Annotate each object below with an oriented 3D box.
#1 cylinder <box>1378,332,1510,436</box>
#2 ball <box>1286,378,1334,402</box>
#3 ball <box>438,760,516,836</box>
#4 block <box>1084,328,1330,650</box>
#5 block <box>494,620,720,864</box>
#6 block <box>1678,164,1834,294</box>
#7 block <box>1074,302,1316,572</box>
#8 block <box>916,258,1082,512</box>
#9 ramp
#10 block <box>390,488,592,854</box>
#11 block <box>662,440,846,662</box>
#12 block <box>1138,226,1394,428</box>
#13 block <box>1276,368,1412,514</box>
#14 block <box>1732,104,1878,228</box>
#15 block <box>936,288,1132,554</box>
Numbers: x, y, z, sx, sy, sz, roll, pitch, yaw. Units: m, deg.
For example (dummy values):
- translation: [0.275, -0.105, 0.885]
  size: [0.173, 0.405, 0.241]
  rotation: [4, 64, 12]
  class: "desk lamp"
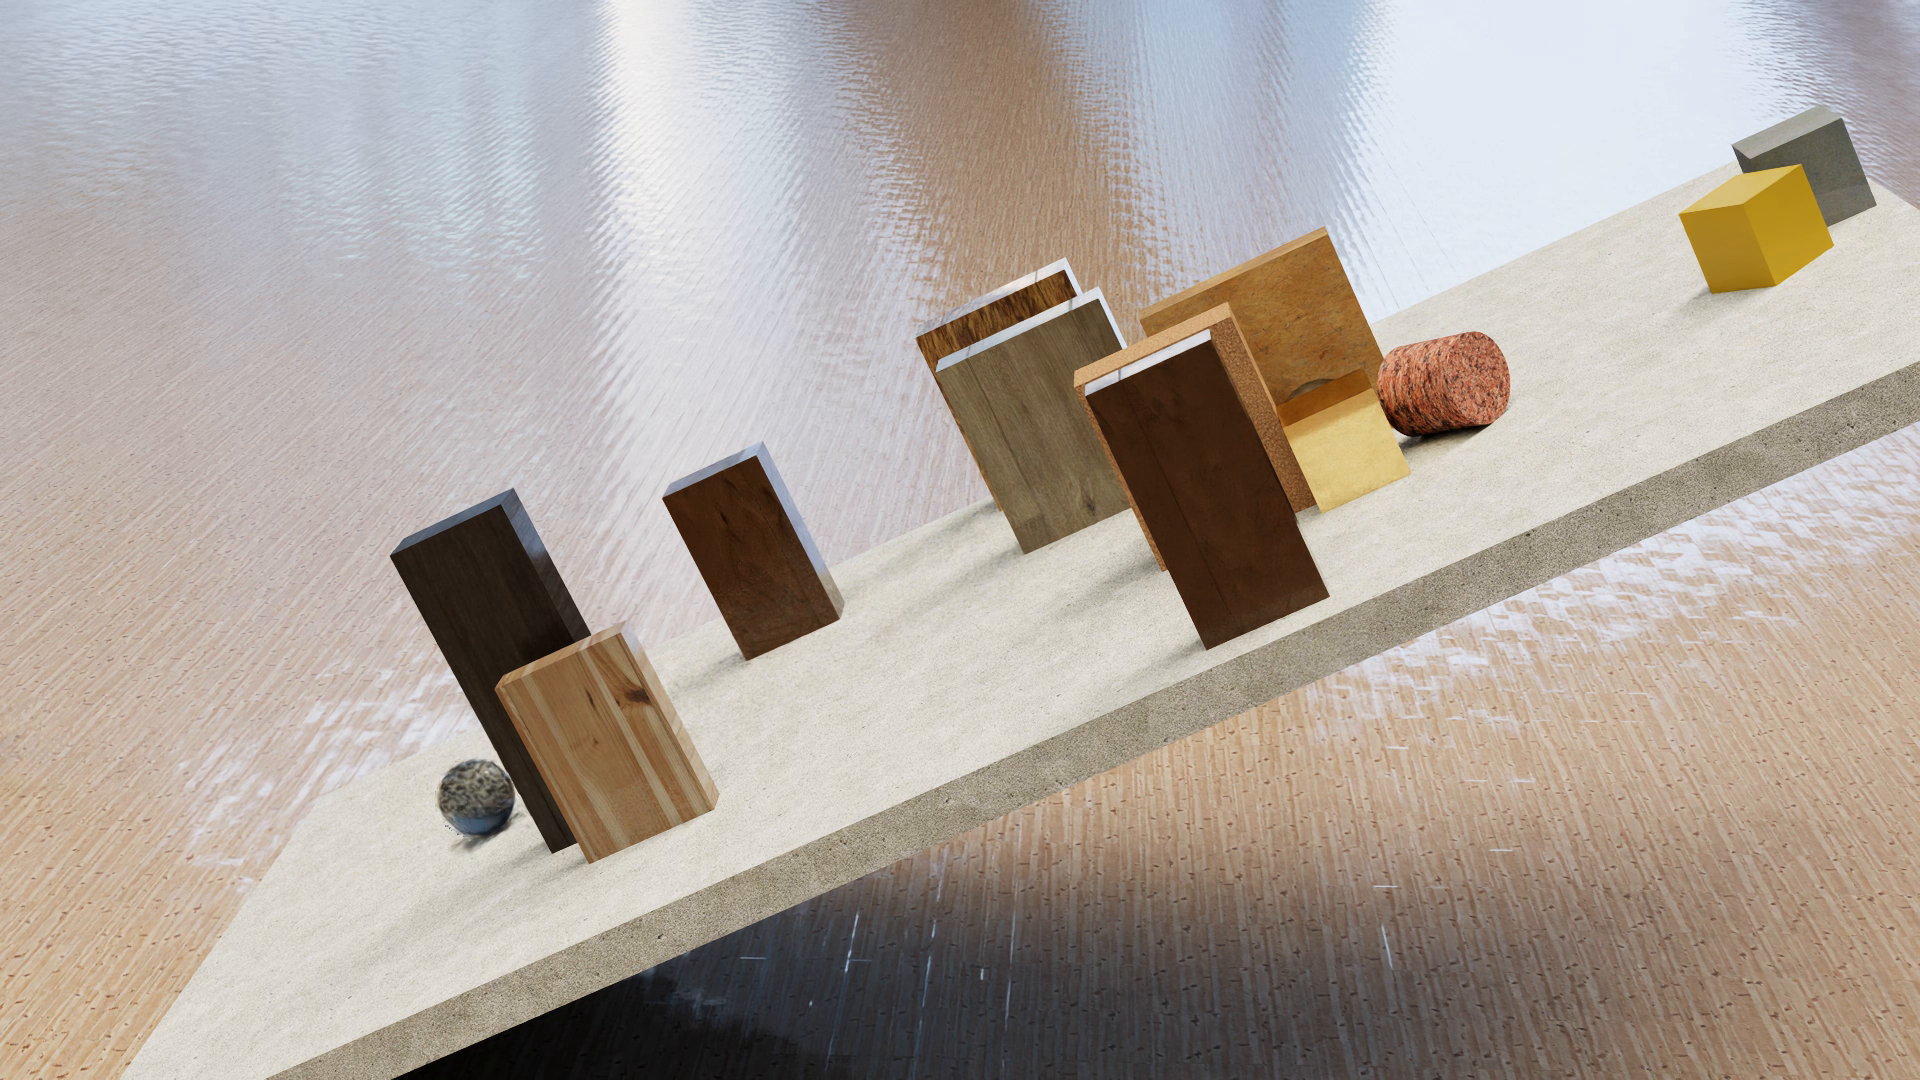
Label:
- translation: [0.972, -0.312, 5.910]
  size: [0.187, 0.187, 0.187]
  rotation: [-13, 2, -39]
  class: "cylinder"
- translation: [0.751, -0.240, 6.052]
  size: [0.186, 0.186, 0.186]
  rotation: [0, 16, 0]
  class: "ball"
- translation: [-1.059, 0.564, 6.442]
  size: [0.168, 0.168, 0.168]
  rotation: [0, 16, 0]
  class: "ball"
- translation: [0.447, -0.089, 5.310]
  size: [0.245, 0.523, 0.090]
  rotation: [-24, 13, 9]
  class: "block"
- translation: [-0.700, 0.403, 5.857]
  size: [0.282, 0.406, 0.087]
  rotation: [-24, 13, 9]
  class: "block"
- translation: [1.604, -0.625, 5.925]
  size: [0.181, 0.181, 0.181]
  rotation: [-33, 15, -25]
  class: "block"
- translation: [0.474, -0.208, 5.939]
  size: [0.340, 0.422, 0.149]
  rotation: [-24, 13, 9]
  class: "block"
- translation: [0.174, -0.371, 7.033]
  size: [0.390, 0.468, 0.150]
  rotation: [-24, 13, 9]
  class: "block"
- translation: [0.136, 0.169, 6.282]
  size: [4.000, 0.100, 2.000]
  rotation: [-24, 13, 9]
  class: "ramp"
- translation: [-0.877, 0.271, 6.038]
  size: [0.256, 0.707, 0.131]
  rotation: [-24, 13, 9]
  class: "block"
- translation: [-0.476, 0.026, 6.820]
  size: [0.244, 0.432, 0.133]
  rotation: [-24, 13, 9]
  class: "block"
- translation: [0.660, -0.366, 6.168]
  size: [0.425, 0.434, 0.098]
  rotation: [-24, 13, 9]
  class: "block"
- translation: [0.763, -0.200, 5.865]
  size: [0.192, 0.192, 0.192]
  rotation: [-24, 13, 8]
  class: "block"
- translation: [1.754, -0.761, 6.121]
  size: [0.199, 0.199, 0.199]
  rotation: [-24, 13, 10]
  class: "block"
- translation: [0.226, -0.264, 6.542]
  size: [0.394, 0.460, 0.129]
  rotation: [-24, 13, 9]
  class: "block"
